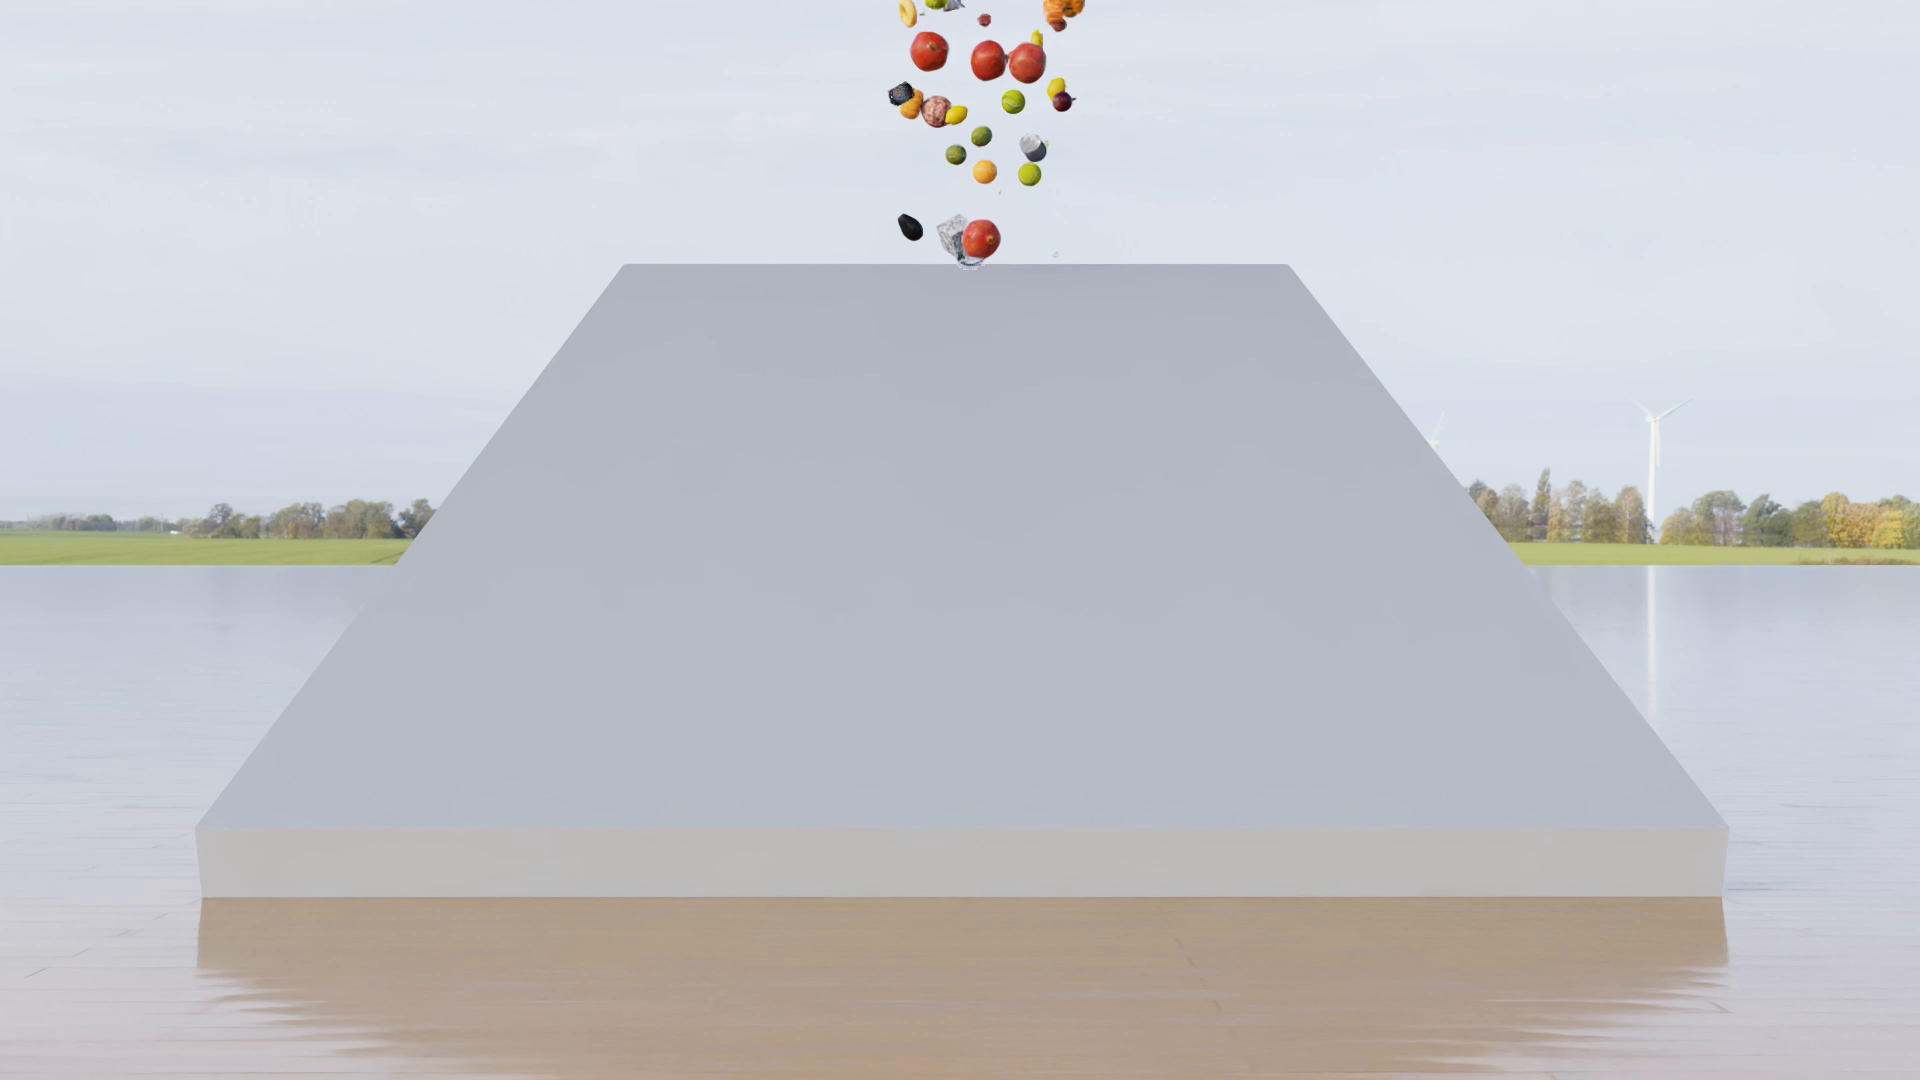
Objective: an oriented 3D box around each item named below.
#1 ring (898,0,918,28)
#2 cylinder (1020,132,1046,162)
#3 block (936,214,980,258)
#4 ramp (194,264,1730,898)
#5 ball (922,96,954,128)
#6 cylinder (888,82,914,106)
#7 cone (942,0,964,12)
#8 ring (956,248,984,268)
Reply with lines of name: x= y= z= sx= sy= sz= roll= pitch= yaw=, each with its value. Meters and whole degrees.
ring: x=-0.152 y=-1.539 z=6.508 sx=0.029 sy=0.088 sz=0.088 roll=-22 pitch=7 yaw=-19
cylinder: x=0.205 y=-1.096 z=6.232 sx=0.061 sy=0.061 sz=0.061 roll=0 pitch=-18 yaw=20
block: x=-0.005 y=-0.912 z=6.694 sx=0.083 sy=0.083 sz=0.083 roll=-33 pitch=42 yaw=-16
ramp: x=-0.003 y=-0.181 z=4.827 sx=2.000 sy=0.100 sz=4.000 roll=0 pitch=18 yaw=0
ball: x=-0.067 y=-1.269 z=6.604 sx=0.095 sy=0.095 sz=0.095 roll=0 pitch=0 yaw=0
cylinder: x=-0.167 y=-1.266 z=6.333 sx=0.053 sy=0.053 sz=0.053 roll=-20 pitch=-13 yaw=37
cone: x=-0.009 y=-1.585 z=6.593 sx=0.064 sy=0.064 sz=0.064 roll=23 pitch=9 yaw=24
ring: x=0.032 y=-0.826 z=6.517 sx=0.083 sy=0.028 sz=0.083 roll=-5 pitch=-26 yaw=-3
